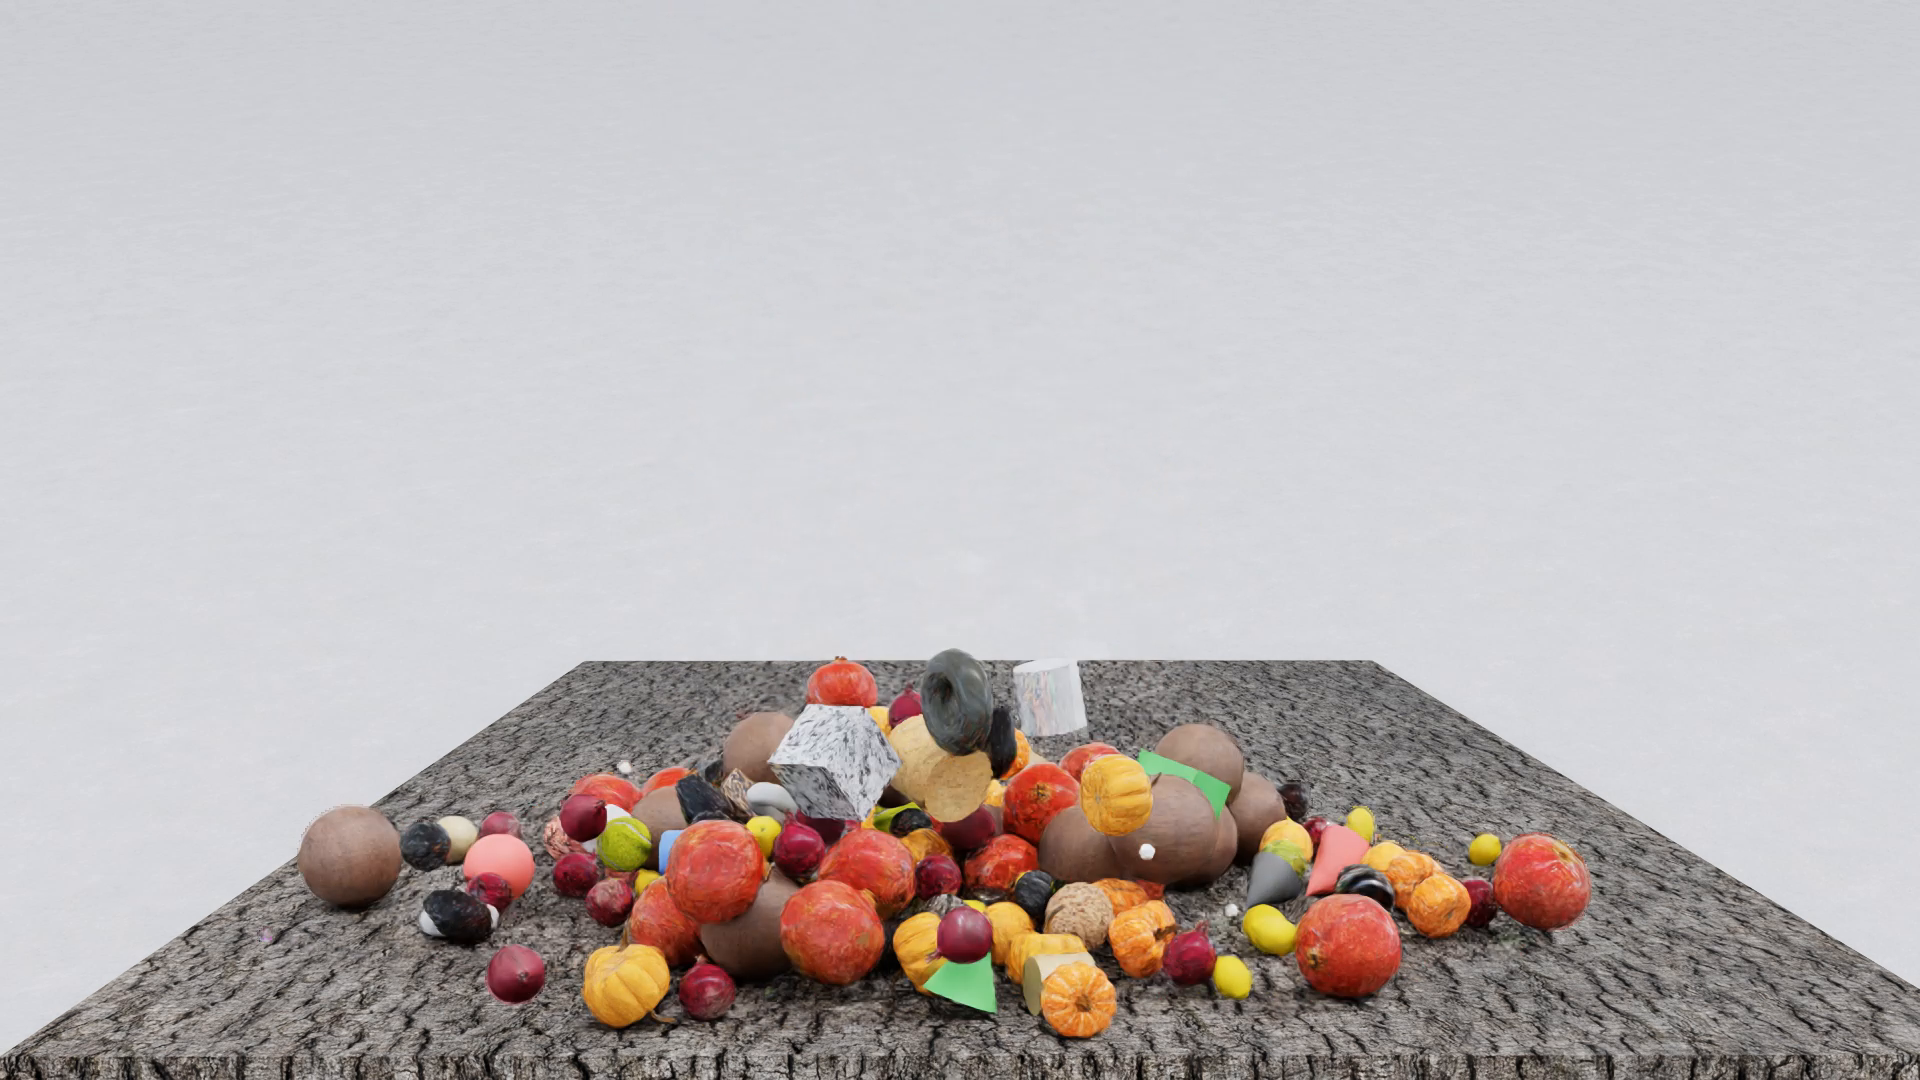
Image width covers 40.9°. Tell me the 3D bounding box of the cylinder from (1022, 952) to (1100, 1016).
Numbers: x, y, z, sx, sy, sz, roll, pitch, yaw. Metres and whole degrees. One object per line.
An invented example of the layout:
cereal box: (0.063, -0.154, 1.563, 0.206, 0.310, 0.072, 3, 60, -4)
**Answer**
cylinder: (0.106, 0.468, 2.711, 0.063, 0.063, 0.063, -1, 21, -18)

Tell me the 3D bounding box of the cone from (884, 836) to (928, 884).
cone: (-0.103, 0.442, 3.286, 0.092, 0.092, 0.092, -38, 35, -17)

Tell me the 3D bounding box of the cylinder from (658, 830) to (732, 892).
cylinder: (-0.337, 0.408, 3.279, 0.077, 0.077, 0.077, -3, 21, 7)

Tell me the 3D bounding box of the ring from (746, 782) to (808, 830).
ring: (-0.224, 0.327, 3.163, 0.083, 0.083, 0.028, 11, 58, 26)

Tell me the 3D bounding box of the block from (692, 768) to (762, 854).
block: (-0.287, 0.342, 3.247, 0.064, 0.064, 0.064, 40, 25, -3)

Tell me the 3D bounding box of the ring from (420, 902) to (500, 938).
ring: (-0.610, 0.462, 3.134, 0.097, 0.032, 0.097, 1, 2, 0)

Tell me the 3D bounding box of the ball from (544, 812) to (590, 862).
ball: (-0.550, 0.419, 3.617, 0.070, 0.070, 0.070, 0, 22, 0)

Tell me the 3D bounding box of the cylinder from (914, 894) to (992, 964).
cylinder: (-0.007, 0.443, 2.895, 0.068, 0.068, 0.068, -11, 59, 19)

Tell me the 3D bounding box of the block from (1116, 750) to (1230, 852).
block: (0.272, 0.332, 3.278, 0.089, 0.089, 0.089, 18, -7, 39)

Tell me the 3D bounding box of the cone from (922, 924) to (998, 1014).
cone: (0.014, 0.444, 2.712, 0.085, 0.085, 0.085, 19, -5, 2)

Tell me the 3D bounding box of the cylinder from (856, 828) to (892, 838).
cylinder: (-0.126, 0.429, 3.589, 0.051, 0.051, 0.051, 14, 10, 31)

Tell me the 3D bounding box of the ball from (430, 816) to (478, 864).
ball: (-0.710, 0.420, 3.607, 0.068, 0.068, 0.068, 0, 22, 0)

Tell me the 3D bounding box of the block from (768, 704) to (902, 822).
block: (-0.144, 0.257, 2.973, 0.093, 0.093, 0.093, 0, 43, 41)

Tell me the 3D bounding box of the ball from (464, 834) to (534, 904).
ball: (-0.592, 0.422, 3.302, 0.090, 0.090, 0.090, 0, 22, 0)

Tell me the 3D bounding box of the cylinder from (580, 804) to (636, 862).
cylinder: (-0.462, 0.385, 3.382, 0.053, 0.053, 0.053, 34, 23, -17)

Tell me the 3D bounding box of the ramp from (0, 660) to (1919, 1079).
ramp: (0.050, 0.457, 4.533, 2.000, 0.100, 4.000, 0, 3, 0)

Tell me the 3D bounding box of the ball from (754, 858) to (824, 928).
ball: (-0.210, 0.434, 3.156, 0.086, 0.086, 0.086, 0, 22, 0)

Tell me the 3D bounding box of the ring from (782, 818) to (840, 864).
ring: (-0.223, 0.405, 3.524, 0.117, 0.039, 0.117, -1, 44, 1)

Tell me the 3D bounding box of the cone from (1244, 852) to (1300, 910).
cone: (0.385, 0.452, 3.298, 0.075, 0.075, 0.075, 17, 40, 36)

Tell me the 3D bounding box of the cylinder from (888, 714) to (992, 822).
cylinder: (-0.029, 0.275, 3.096, 0.098, 0.098, 0.098, -14, 28, -32)

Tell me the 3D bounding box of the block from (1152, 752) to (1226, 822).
block: (0.328, 0.366, 3.817, 0.091, 0.091, 0.091, 5, -2, 39)

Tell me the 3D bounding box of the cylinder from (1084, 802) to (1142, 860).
cylinder: (0.210, 0.397, 3.501, 0.060, 0.060, 0.060, 20, 27, 18)

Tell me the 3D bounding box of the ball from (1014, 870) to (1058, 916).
ball: (0.088, 0.407, 2.960, 0.052, 0.052, 0.052, 0, 22, 0)

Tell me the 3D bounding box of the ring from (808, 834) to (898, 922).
ring: (-0.141, 0.424, 3.235, 0.138, 0.046, 0.138, -22, 27, 12)

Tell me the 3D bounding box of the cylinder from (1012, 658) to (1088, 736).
cylinder: (0.131, 0.230, 3.769, 0.096, 0.096, 0.096, -9, 7, 1)

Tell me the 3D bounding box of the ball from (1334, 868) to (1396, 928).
ball: (0.497, 0.439, 3.155, 0.075, 0.075, 0.075, 0, 22, 0)

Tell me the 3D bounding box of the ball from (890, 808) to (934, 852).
ball: (-0.061, 0.366, 3.244, 0.055, 0.055, 0.055, 0, 22, 0)

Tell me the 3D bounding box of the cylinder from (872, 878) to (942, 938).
cylinder: (-0.060, 0.440, 3.072, 0.065, 0.065, 0.065, 17, -4, 36)

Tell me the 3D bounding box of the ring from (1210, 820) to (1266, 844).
ring: (0.407, 0.430, 3.784, 0.084, 0.028, 0.084, -3, 0, 0)

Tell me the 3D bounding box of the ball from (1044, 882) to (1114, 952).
ball: (0.136, 0.428, 2.913, 0.079, 0.079, 0.079, 0, 22, 0)

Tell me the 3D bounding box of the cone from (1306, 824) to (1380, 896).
cone: (0.484, 0.443, 3.382, 0.098, 0.098, 0.098, 20, 43, 41)

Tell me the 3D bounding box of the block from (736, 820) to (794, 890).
block: (-0.249, 0.404, 3.291, 0.065, 0.065, 0.065, -24, 29, -7)

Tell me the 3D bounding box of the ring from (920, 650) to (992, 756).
ring: (-0.004, 0.189, 2.985, 0.042, 0.125, 0.125, -6, 22, -31)

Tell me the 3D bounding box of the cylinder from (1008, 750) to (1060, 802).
cylinder: (0.119, 0.381, 4.148, 0.060, 0.060, 0.060, 34, -8, 5)

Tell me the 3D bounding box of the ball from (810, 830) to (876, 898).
ball: (-0.140, 0.388, 3.069, 0.080, 0.080, 0.080, 0, 22, 0)
